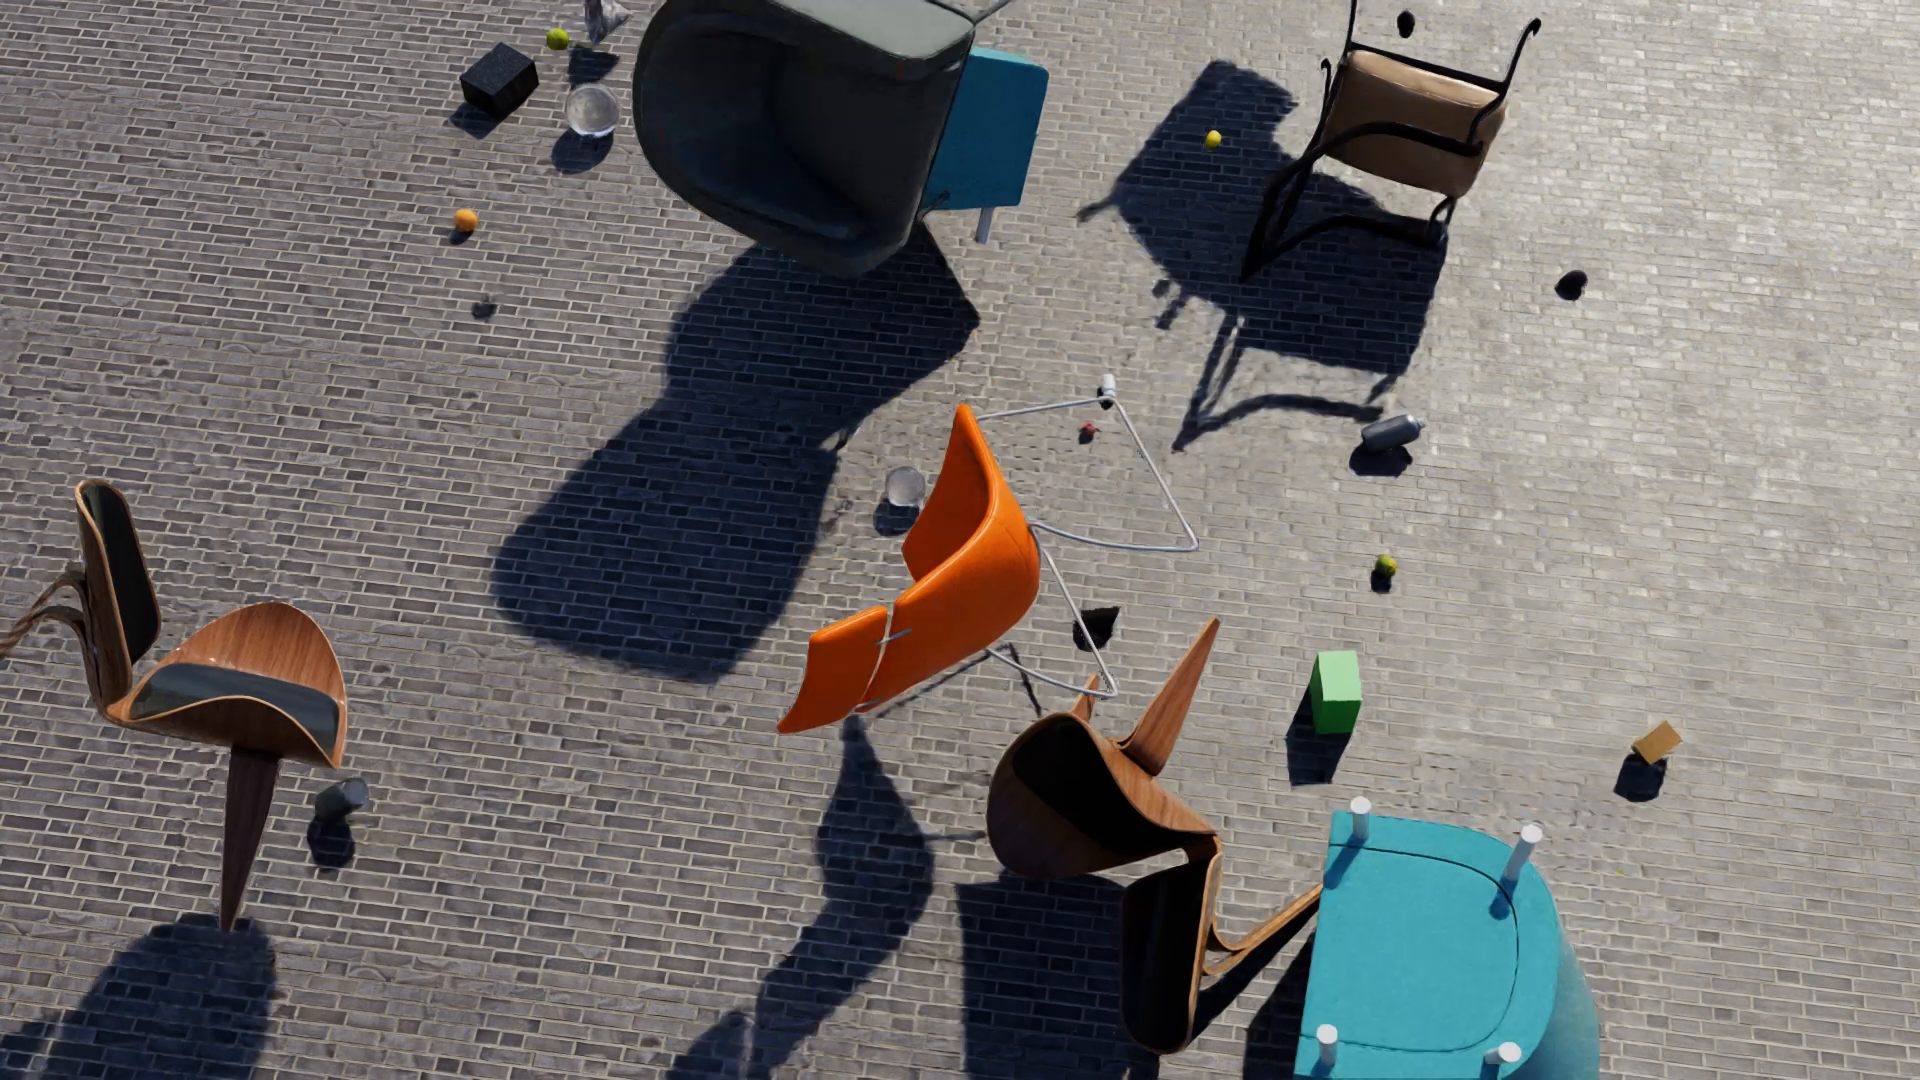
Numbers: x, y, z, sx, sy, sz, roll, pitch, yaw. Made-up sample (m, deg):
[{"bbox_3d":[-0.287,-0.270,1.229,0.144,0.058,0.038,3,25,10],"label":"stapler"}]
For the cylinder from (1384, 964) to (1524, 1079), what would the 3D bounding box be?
[{"bbox_3d":[1.252,1.236,5.596,0.308,0.191,0.289,-7,66,7],"label":"cylinder"}]

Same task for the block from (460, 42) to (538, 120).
[{"bbox_3d":[-1.585,-1.581,7.568,0.153,0.111,0.209,31,62,19],"label":"block"}]

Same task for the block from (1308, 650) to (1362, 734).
[{"bbox_3d":[1.053,0.428,6.174,0.106,0.188,0.158,-1,56,-1],"label":"block"}]

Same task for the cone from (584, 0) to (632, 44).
[{"bbox_3d":[-1.203,-1.826,7.644,0.143,0.190,0.229,-9,11,-24],"label":"cone"}]

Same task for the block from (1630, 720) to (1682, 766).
[{"bbox_3d":[1.932,0.564,6.104,0.111,0.094,0.069,-39,79,4],"label":"block"}]

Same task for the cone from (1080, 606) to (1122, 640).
[{"bbox_3d":[0.413,0.246,6.379,0.128,0.109,0.094,-8,88,36],"label":"cone"}]

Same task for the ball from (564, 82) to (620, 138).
[{"bbox_3d":[-1.242,-1.454,7.436,0.188,0.188,0.188,0,56,0],"label":"ball"}]

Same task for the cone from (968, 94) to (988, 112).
[{"bbox_3d":[0.050,-1.476,7.512,0.076,0.084,0.047,21,73,37],"label":"cone"}]

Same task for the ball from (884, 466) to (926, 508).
[{"bbox_3d":[-0.164,-0.159,6.604,0.127,0.127,0.127,0,56,0],"label":"ball"}]
